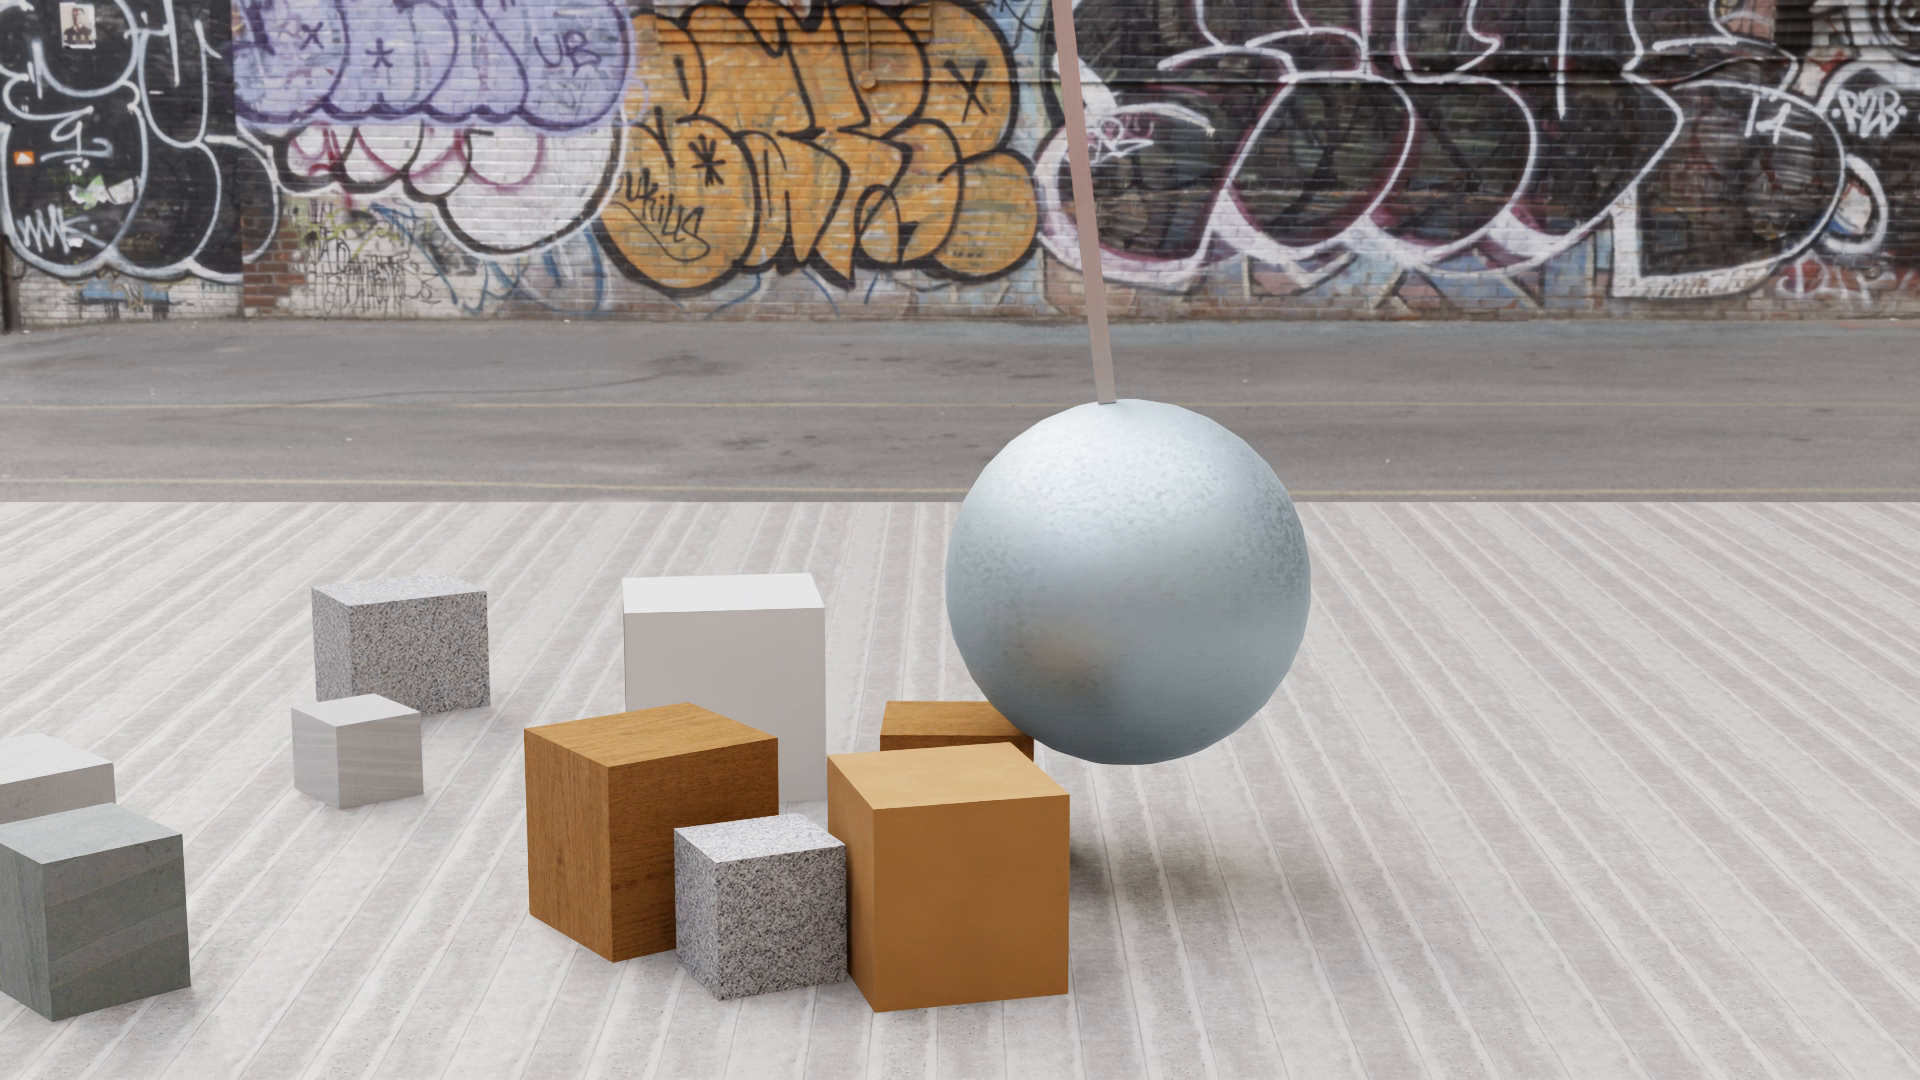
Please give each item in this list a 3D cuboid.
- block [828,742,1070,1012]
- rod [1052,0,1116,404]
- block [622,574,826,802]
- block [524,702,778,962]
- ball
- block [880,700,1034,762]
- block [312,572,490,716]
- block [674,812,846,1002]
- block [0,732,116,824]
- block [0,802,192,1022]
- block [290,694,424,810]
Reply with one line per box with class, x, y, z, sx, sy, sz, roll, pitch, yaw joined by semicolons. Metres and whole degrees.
block;-0.058;1.310;10.127;0.769;0.798;0.805;-3;11;-15
rod;0.317;-3.136;10.610;0.080;5.200;0.080;-7;10;1
block;-1.189;0.734;12.841;0.962;0.962;0.875;-1;10;-8
block;-1.286;1.199;10.712;0.786;0.809;0.744;-7;13;-35
ball;0.731;0.185;11.214;1.600;1.600;1.600;0;10;0
block;-0.007;1.113;11.705;0.681;0.622;0.629;0;10;1
block;-3.147;0.597;14.437;0.794;0.661;0.632;-6;12;-32
block;-0.789;1.437;10.120;0.533;0.552;0.491;-5;11;-25
block;-4.002;1.260;10.717;0.693;0.686;0.683;-10;14;-43
block;-3.407;1.431;9.969;0.560;0.617;0.601;-10;14;-43
block;-2.979;1.040;12.679;0.449;0.417;0.499;-8;13;-39
